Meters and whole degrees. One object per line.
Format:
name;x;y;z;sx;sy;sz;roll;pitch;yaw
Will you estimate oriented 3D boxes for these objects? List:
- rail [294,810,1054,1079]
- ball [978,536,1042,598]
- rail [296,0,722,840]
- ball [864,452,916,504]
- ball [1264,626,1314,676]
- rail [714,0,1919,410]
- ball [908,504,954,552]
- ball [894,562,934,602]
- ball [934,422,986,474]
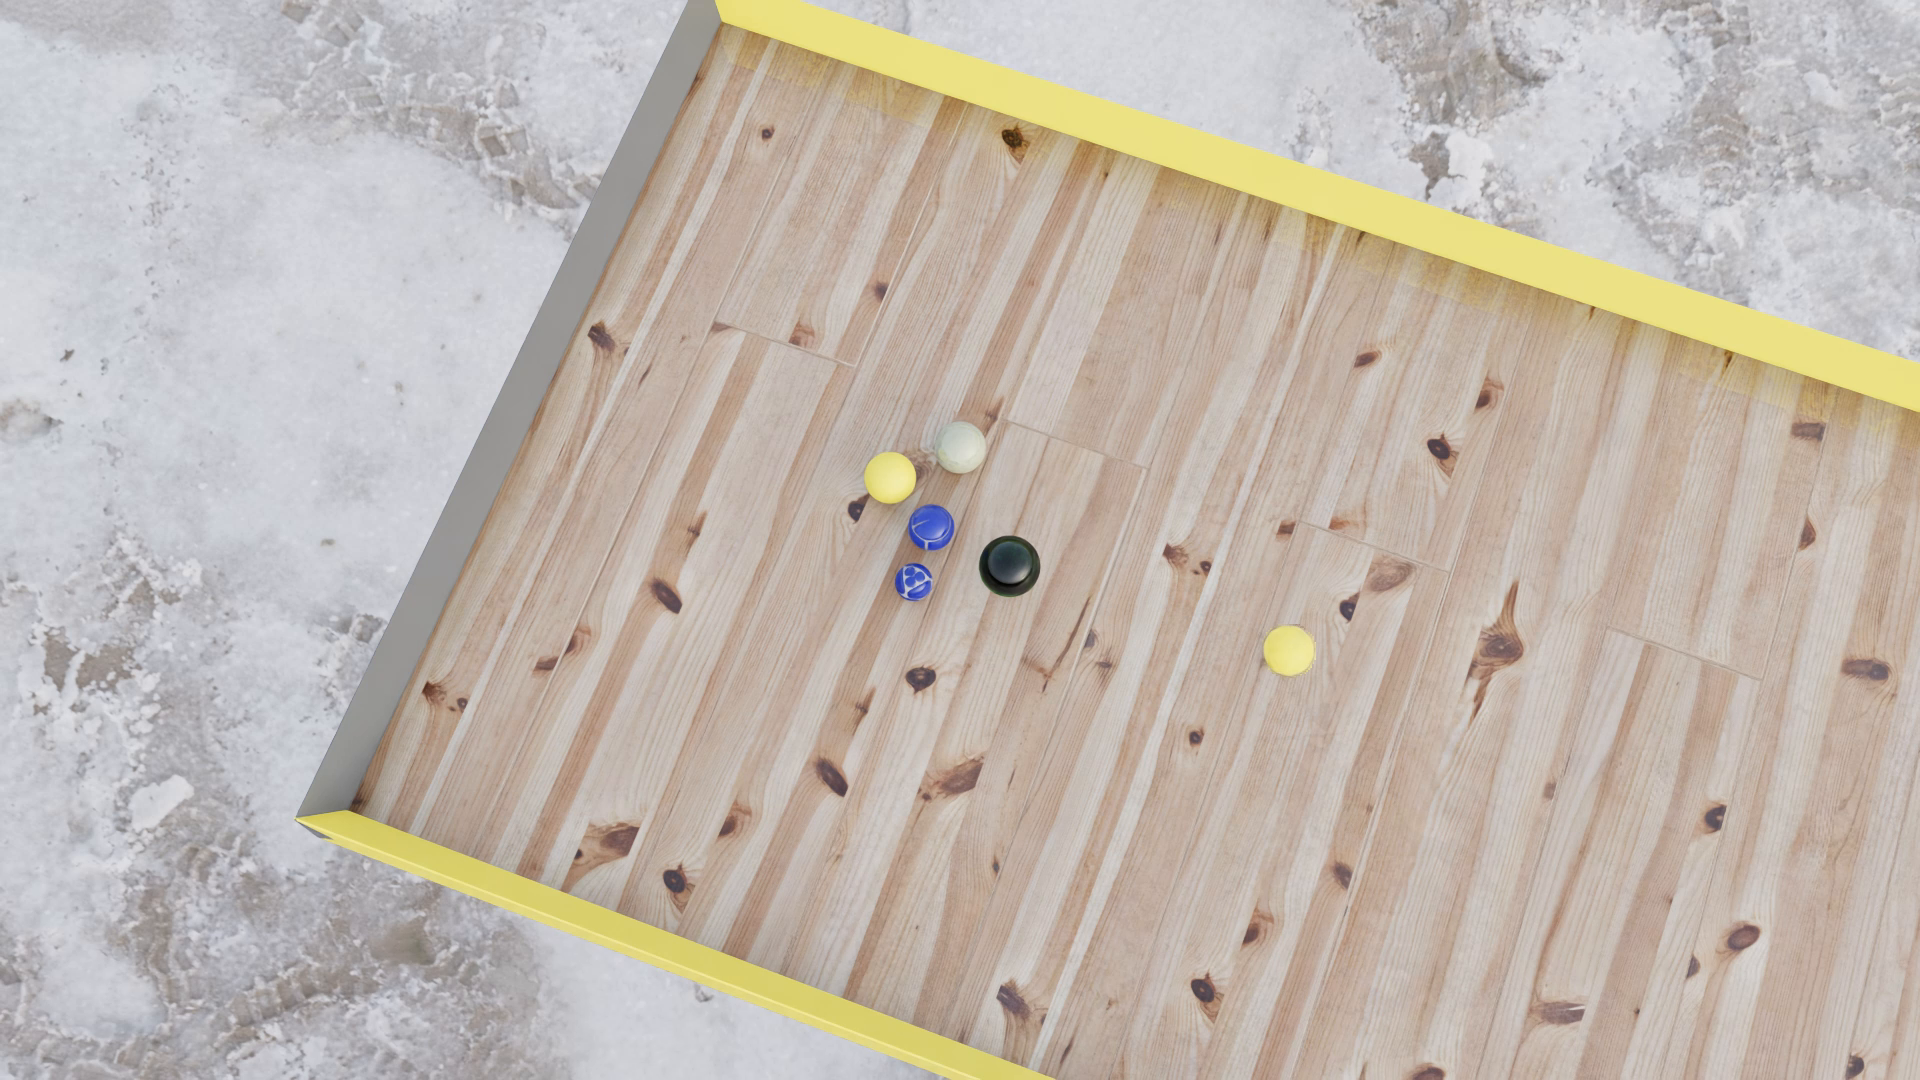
rail;0.438;0.896;3.083;2.980;0.126;0.045;19;72;7
ball;0.077;0.041;3.402;0.097;0.097;0.097;0;70;0
rail;-0.676;-0.246;3.487;0.045;0.126;1.539;19;72;7
ball;-0.110;-0.098;3.459;0.082;0.082;0.082;0;70;0
ball;0.503;0.169;3.367;0.077;0.077;0.077;0;70;0
rail;0.959;-0.422;3.549;2.980;0.126;0.045;19;72;7
ball;-0.045;-0.019;3.436;0.074;0.074;0.074;0;70;0
ball;-0.072;0.065;3.413;0.060;0.060;0.060;0;70;0
ball;0.000;-0.146;3.476;0.083;0.083;0.083;0;70;0
